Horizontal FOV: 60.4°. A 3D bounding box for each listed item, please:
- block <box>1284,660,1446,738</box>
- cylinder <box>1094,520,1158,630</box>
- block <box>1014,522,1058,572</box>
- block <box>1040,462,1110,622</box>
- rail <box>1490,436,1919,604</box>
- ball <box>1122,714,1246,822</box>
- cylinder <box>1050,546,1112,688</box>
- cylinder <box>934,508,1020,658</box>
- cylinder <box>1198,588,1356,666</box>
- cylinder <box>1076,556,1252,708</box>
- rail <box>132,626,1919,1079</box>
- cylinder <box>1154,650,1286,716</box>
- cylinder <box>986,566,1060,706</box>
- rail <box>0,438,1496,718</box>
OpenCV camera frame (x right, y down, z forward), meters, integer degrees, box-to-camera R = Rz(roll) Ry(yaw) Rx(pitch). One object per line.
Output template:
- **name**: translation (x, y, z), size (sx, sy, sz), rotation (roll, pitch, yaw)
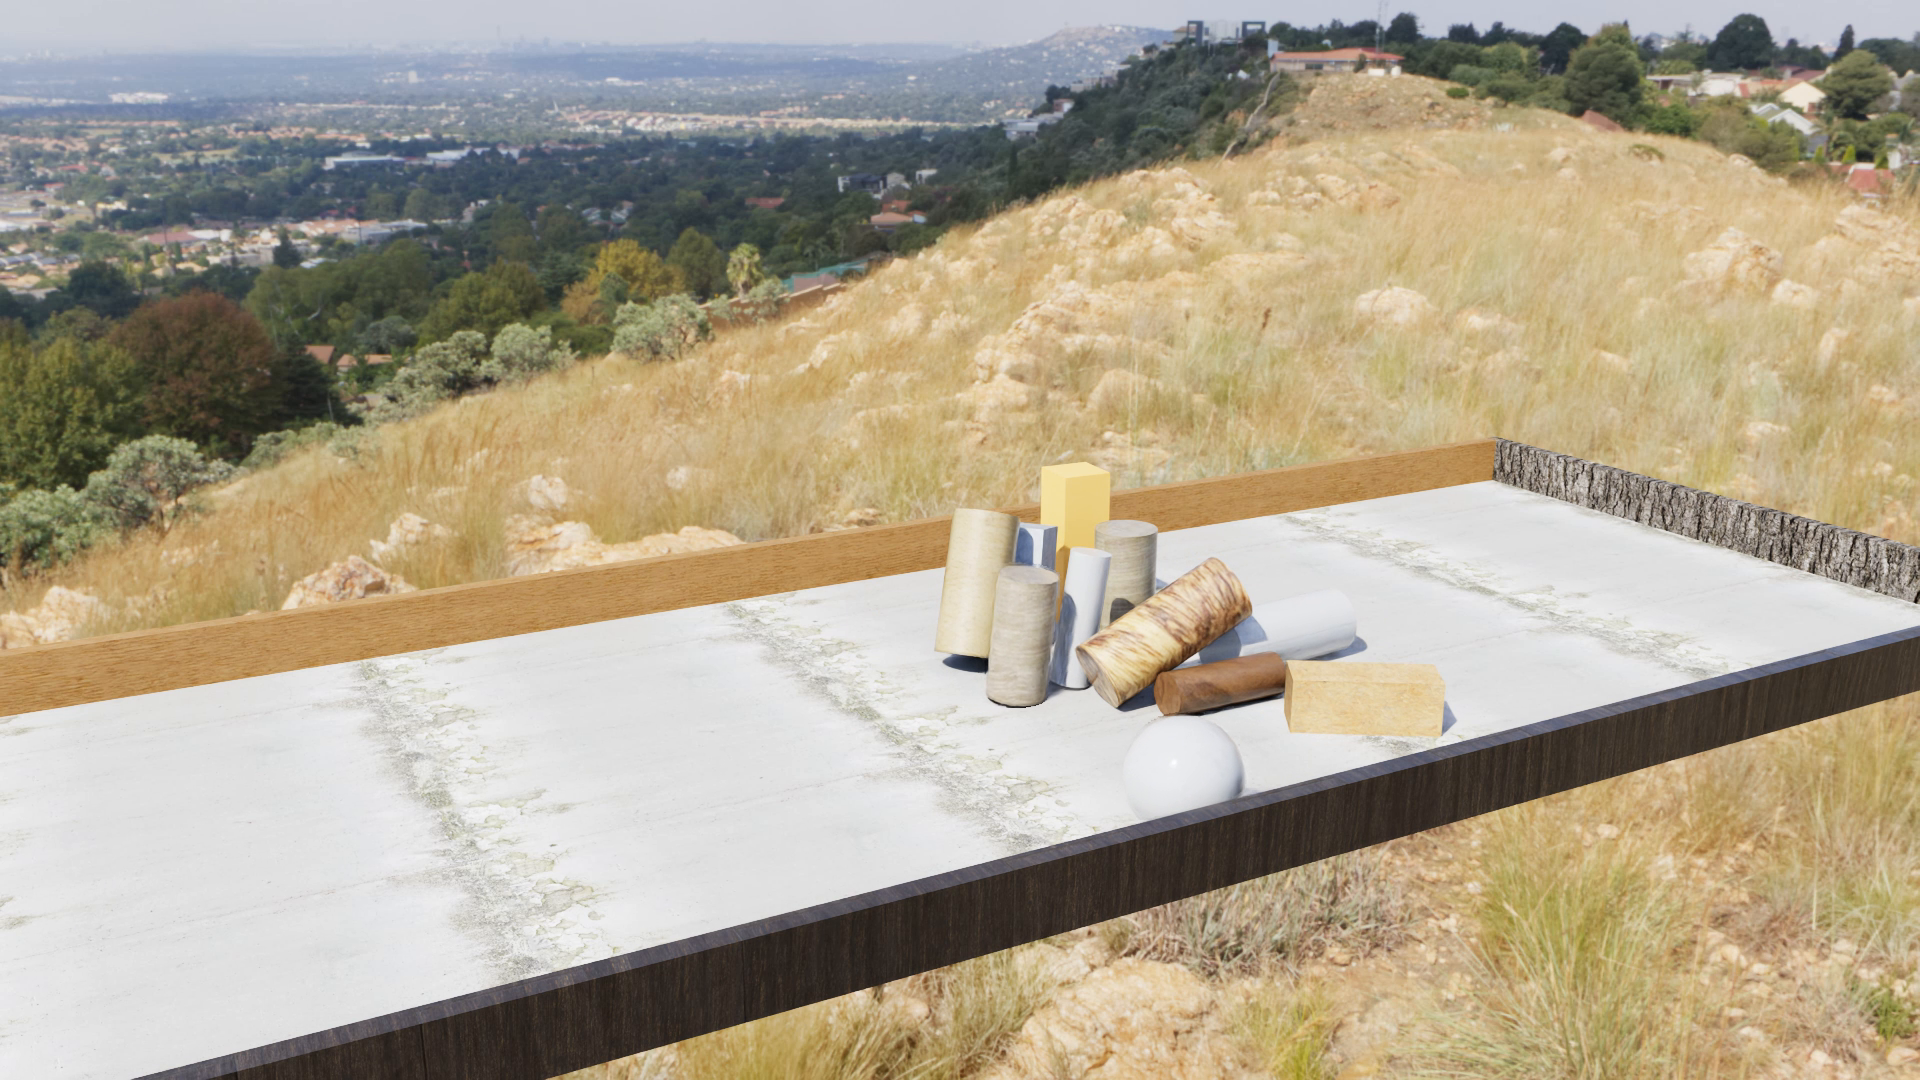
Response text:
- **block**: translation (0.943, 0.371, 3.862), size (0.344, 0.131, 0.131), rotation (1, 16, 4)
- **cylinder**: translation (0.435, 0.124, 4.357), size (0.165, 0.324, 0.165), rotation (0, 16, 0)
- **block**: translation (0.169, 0.114, 4.392), size (0.130, 0.306, 0.130), rotation (6, 7, 20)
- **block**: translation (0.317, 0.009, 4.581), size (0.138, 0.419, 0.138), rotation (-7, 18, -24)
- **rail**: translation (2.466, -0.048, 5.253), size (0.050, 0.150, 2.100), rotation (-9, 18, -27)
- **ball**: translation (0.448, 0.474, 3.304), size (0.247, 0.247, 0.247), rotation (0, 16, 0)
- **cylinder**: translation (0.298, 0.192, 4.088), size (0.102, 0.334, 0.102), rotation (8, 11, -2)
- **cylinder**: translation (0.045, 0.115, 4.241), size (0.175, 0.369, 0.175), rotation (8, -5, 1)
- **cylinder**: translation (0.815, 0.240, 4.236), size (0.401, 0.170, 0.170), rotation (-11, 20, -32)
- **cylinder**: translation (0.495, 0.222, 4.002), size (0.405, 0.175, 0.175), rotation (-33, 25, -12)
- **rail**: translation (-2.336, 1.006, 1.665), size (12.000, 0.150, 0.050), rotation (-9, 18, -27)
- **cylinder**: translation (0.629, 0.347, 3.979), size (0.314, 0.110, 0.110), rotation (-8, 18, -27)
- **cylinder**: translation (0.150, 0.231, 3.996), size (0.147, 0.309, 0.147), rotation (5, 16, -2)
- **rail**: translation (-3.305, 0.497, 3.399), size (12.000, 0.150, 0.050), rotation (-9, 18, -27)
